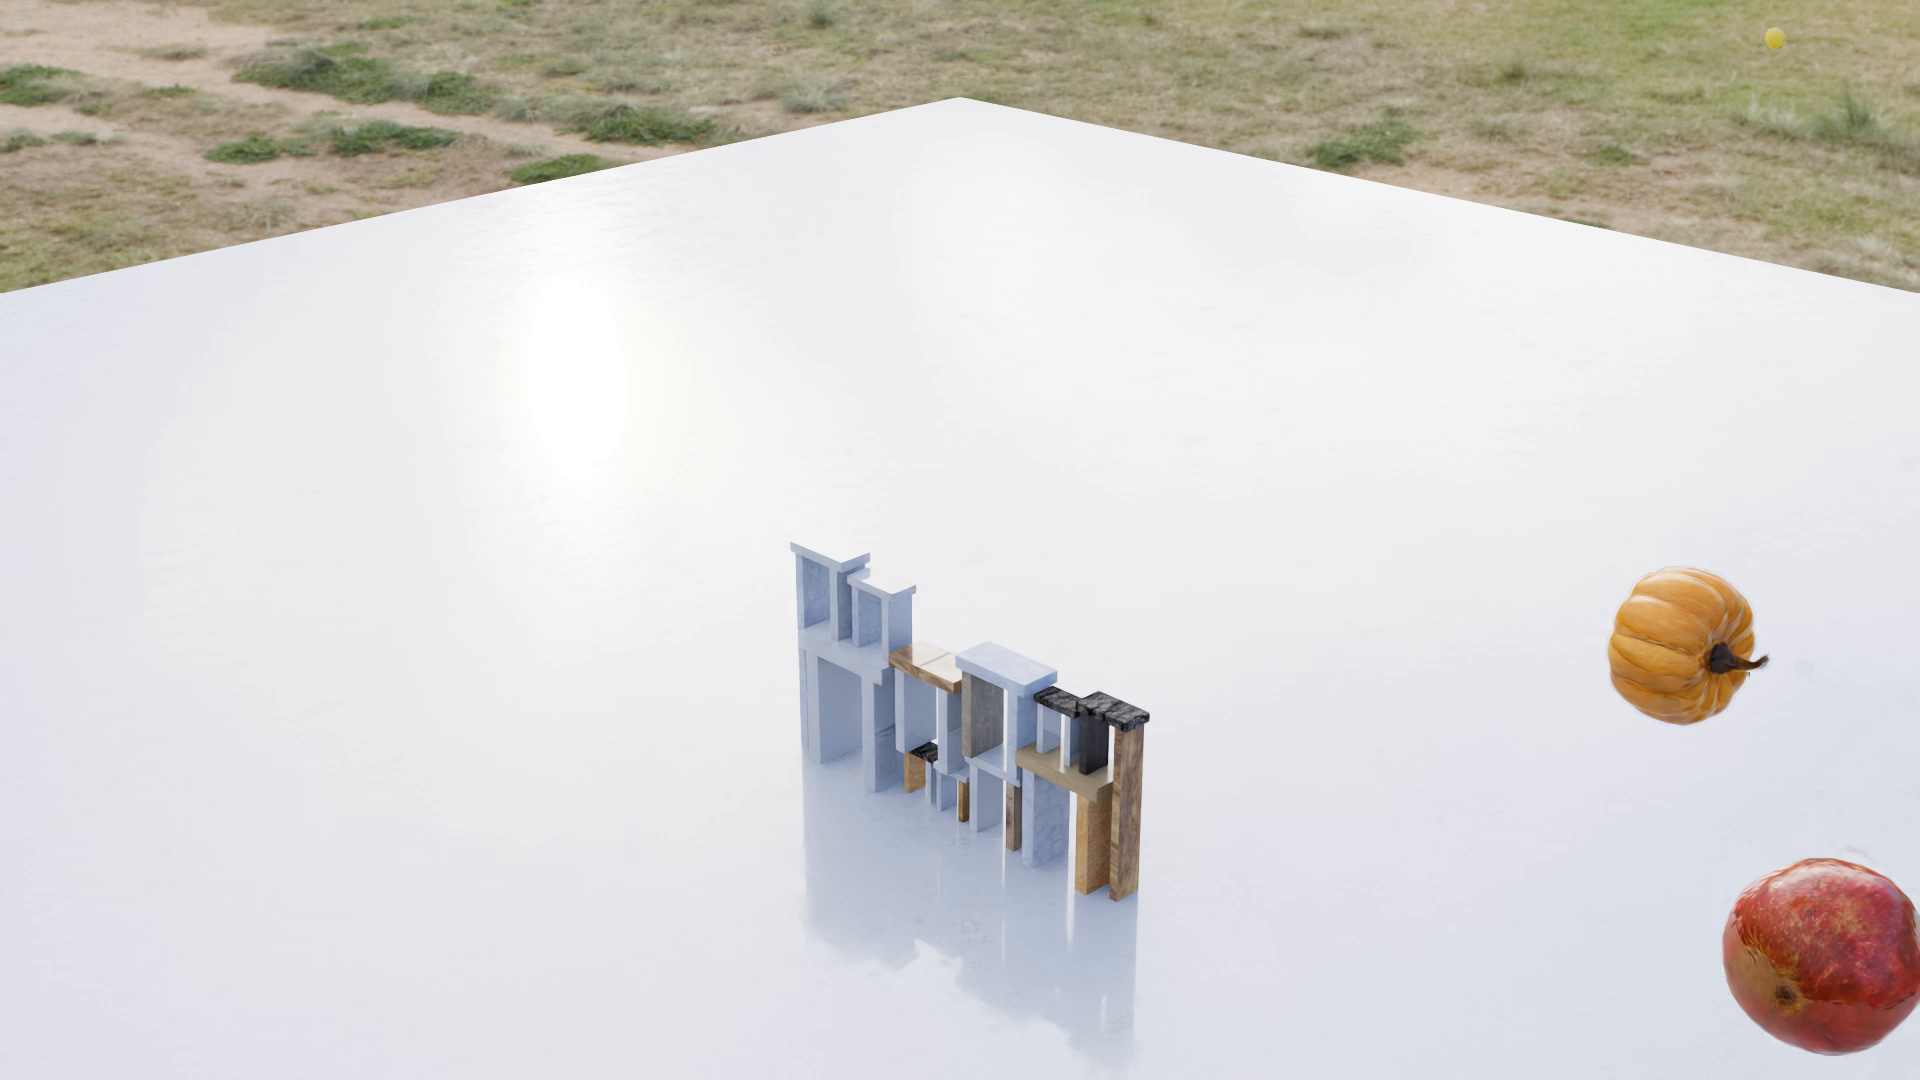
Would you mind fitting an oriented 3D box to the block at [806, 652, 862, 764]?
[{"bbox_3d":[-0.262,0.334,4.647,0.036,0.255,0.127,21,31,41],"label":"block"}]

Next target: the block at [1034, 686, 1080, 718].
[{"bbox_3d":[0.195,0.305,4.144,0.104,0.015,0.052,21,31,41],"label":"block"}]

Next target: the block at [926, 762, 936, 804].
[{"bbox_3d":[-0.047,0.487,4.490,0.014,0.095,0.048,21,31,41],"label":"block"}]

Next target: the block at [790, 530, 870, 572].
[{"bbox_3d":[-0.268,0.024,4.527,0.158,0.022,0.079,21,31,41],"label":"block"}]

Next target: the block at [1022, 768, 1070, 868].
[{"bbox_3d":[0.167,0.522,4.264,0.030,0.209,0.104,21,31,41],"label":"block"}]

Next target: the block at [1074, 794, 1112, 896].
[{"bbox_3d":[0.266,0.560,4.174,0.030,0.209,0.104,21,31,41],"label":"block"}]

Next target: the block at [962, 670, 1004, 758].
[{"bbox_3d":[0.045,0.328,4.315,0.092,0.184,0.026,-21,31,-40],"label":"block"}]

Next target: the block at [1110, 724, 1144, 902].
[{"bbox_3d":[0.311,0.504,4.105,0.018,0.365,0.063,21,31,41],"label":"block"}]

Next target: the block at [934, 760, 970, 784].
[{"bbox_3d":[-0.005,0.461,4.421,0.046,0.013,0.093,-21,31,-41],"label":"block"}]

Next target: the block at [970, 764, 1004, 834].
[{"bbox_3d":[0.053,0.503,4.385,0.021,0.149,0.075,21,31,41],"label":"block"}]

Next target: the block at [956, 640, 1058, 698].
[{"bbox_3d":[0.088,0.248,4.234,0.092,0.026,0.184,-21,31,-41],"label":"block"}]

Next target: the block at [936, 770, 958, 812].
[{"bbox_3d":[-0.026,0.501,4.462,0.013,0.093,0.046,21,31,41],"label":"block"}]

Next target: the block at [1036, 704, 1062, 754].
[{"bbox_3d":[0.170,0.351,4.190,0.015,0.104,0.052,21,31,41],"label":"block"}]

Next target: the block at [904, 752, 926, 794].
[{"bbox_3d":[-0.092,0.470,4.531,0.014,0.095,0.048,21,31,41],"label":"block"}]

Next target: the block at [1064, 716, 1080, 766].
[{"bbox_3d":[0.219,0.370,4.145,0.015,0.104,0.052,21,31,41],"label":"block"}]

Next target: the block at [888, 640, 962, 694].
[{"bbox_3d":[-0.046,0.252,4.382,0.184,0.026,0.092,21,31,41],"label":"block"}]

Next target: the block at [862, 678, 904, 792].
[{"bbox_3d":[-0.142,0.381,4.536,0.036,0.255,0.127,21,31,41],"label":"block"}]

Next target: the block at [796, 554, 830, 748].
[{"bbox_3d":[-0.305,0.226,4.653,0.022,0.449,0.079,21,31,41],"label":"block"}]

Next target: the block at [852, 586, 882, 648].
[{"bbox_3d":[-0.190,0.147,4.500,0.019,0.133,0.067,21,31,41],"label":"block"}]

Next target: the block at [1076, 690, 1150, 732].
[{"bbox_3d":[0.281,0.316,4.058,0.127,0.018,0.063,21,31,41],"label":"block"}]

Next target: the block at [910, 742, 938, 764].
[{"bbox_3d":[-0.070,0.429,4.489,0.095,0.014,0.048,21,31,40],"label":"block"}]

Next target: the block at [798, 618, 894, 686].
[{"bbox_3d":[-0.202,0.224,4.535,0.255,0.036,0.127,21,31,41],"label":"block"}]

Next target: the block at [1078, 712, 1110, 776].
[{"bbox_3d":[0.251,0.371,4.113,0.018,0.127,0.063,21,31,41],"label":"block"}]

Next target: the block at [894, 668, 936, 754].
[{"bbox_3d":[-0.089,0.332,4.463,0.026,0.184,0.092,21,31,41],"label":"block"}]

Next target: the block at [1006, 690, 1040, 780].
[{"bbox_3d":[0.132,0.362,4.235,0.026,0.185,0.092,21,31,41],"label":"block"}]

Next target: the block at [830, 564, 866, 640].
[{"bbox_3d":[-0.230,0.121,4.527,0.022,0.158,0.079,21,31,41],"label":"block"}]

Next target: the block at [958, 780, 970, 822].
[{"bbox_3d":[0.017,0.518,4.422,0.013,0.093,0.046,21,31,41],"label":"block"}]

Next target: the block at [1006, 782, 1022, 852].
[{"bbox_3d":[0.124,0.530,4.320,0.021,0.149,0.075,21,31,41],"label":"block"}]

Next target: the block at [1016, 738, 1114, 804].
[{"bbox_3d":[0.216,0.431,4.172,0.209,0.030,0.104,21,31,41],"label":"block"}]

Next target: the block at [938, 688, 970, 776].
[{"bbox_3d":[-0.002,0.368,4.383,0.026,0.188,0.092,21,31,41],"label":"block"}]

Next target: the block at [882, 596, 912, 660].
[{"bbox_3d":[-0.127,0.171,4.442,0.019,0.133,0.067,21,31,41],"label":"block"}]

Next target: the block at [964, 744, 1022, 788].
[{"bbox_3d":[0.088,0.438,4.319,0.149,0.021,0.075,21,31,41],"label":"block"}]

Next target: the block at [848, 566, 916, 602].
[{"bbox_3d":[-0.158,0.089,4.441,0.133,0.019,0.067,21,31,41],"label":"block"}]
